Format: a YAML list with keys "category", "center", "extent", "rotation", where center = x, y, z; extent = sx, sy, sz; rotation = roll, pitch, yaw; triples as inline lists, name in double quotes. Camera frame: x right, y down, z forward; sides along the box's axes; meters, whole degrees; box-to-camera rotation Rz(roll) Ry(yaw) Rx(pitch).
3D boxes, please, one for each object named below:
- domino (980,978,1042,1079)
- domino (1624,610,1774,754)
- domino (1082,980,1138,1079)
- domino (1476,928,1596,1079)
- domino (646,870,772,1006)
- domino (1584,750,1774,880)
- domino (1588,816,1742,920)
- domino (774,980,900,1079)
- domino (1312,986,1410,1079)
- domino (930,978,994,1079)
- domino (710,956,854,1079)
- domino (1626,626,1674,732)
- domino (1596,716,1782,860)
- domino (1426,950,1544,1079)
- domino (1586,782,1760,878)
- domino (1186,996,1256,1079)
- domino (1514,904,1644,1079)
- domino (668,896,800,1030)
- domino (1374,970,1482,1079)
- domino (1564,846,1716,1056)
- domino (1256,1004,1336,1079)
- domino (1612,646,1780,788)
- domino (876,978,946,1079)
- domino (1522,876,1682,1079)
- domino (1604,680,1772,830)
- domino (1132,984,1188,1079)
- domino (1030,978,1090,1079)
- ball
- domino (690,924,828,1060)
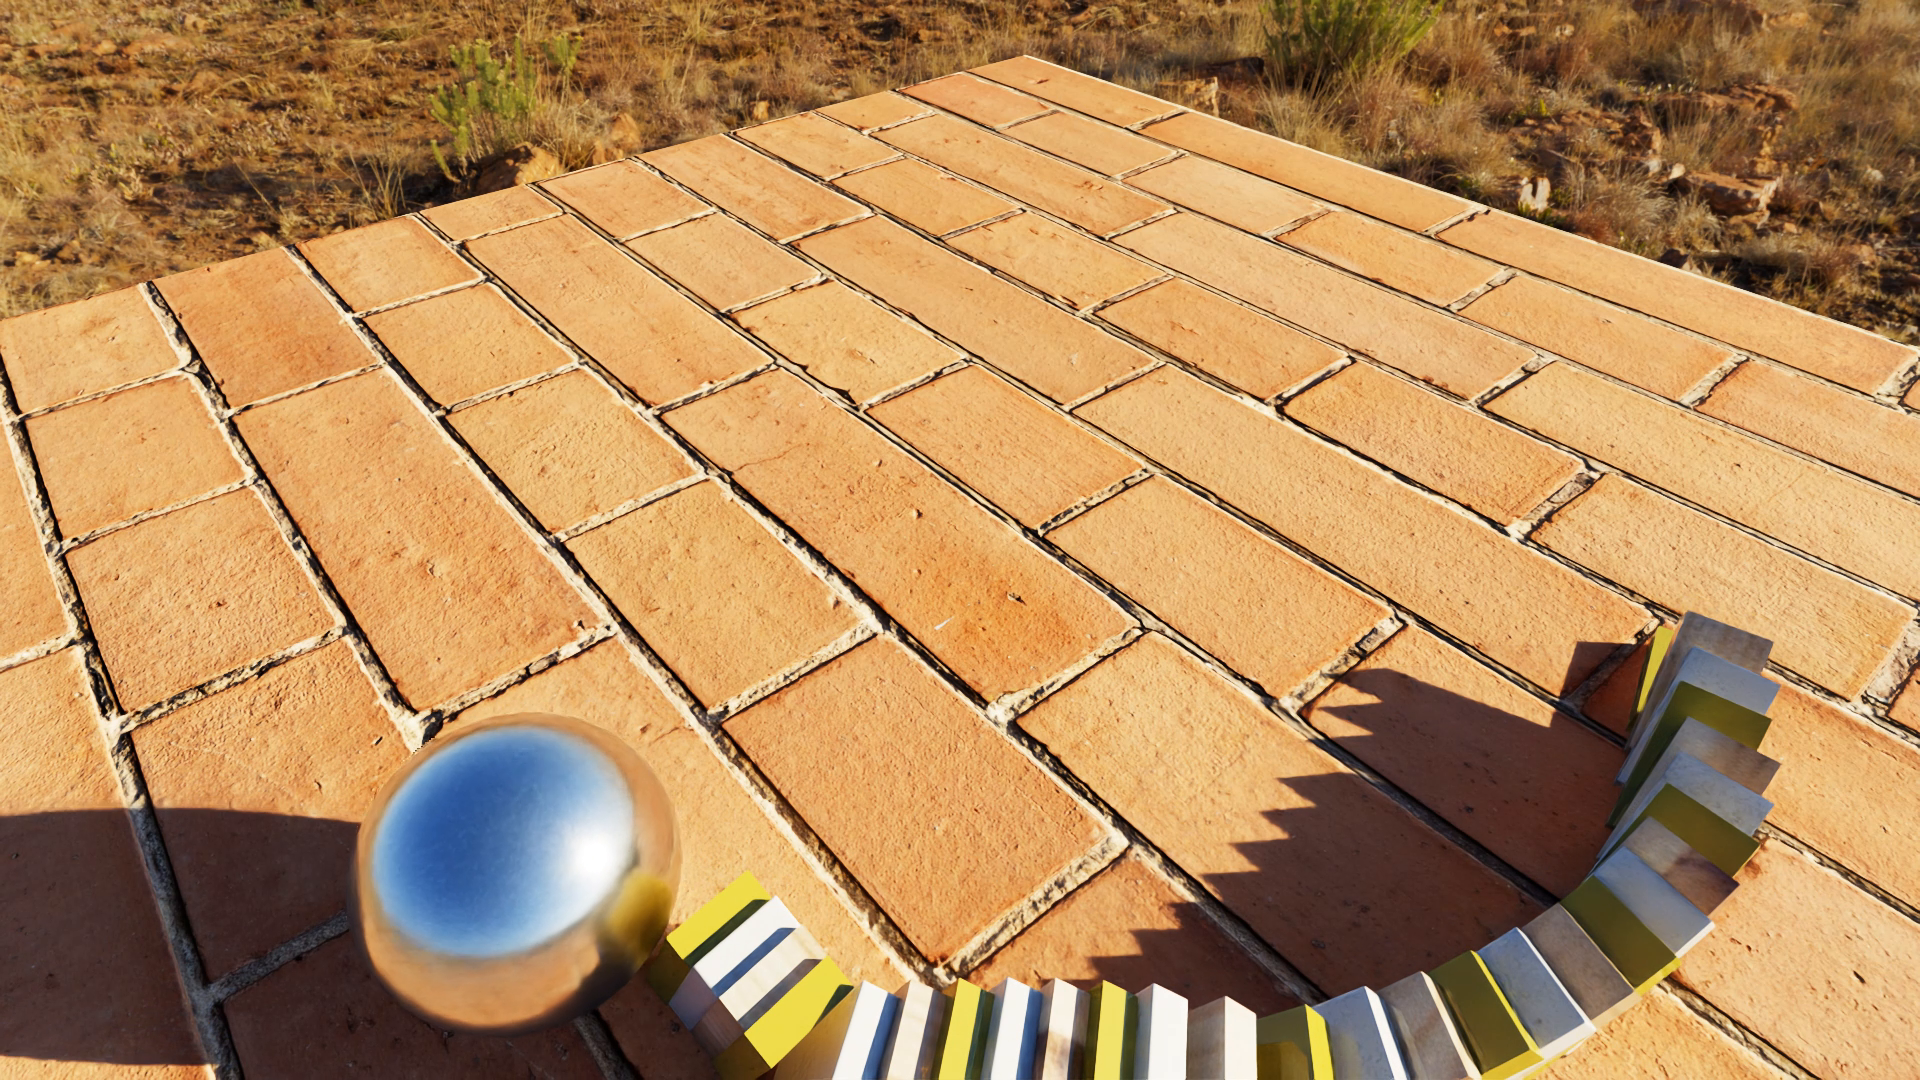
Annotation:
- category: "domino"
  center: [0.001, 0.126, 0.259]
  extent: [0.010, 0.050, 0.025]
  rotation: [29, 40, -10]
- category: "domino"
  center: [0.240, 0.051, 0.357]
  extent: [0.025, 0.009, 0.050]
  rotation: [25, 81, 26]
- category: "domino"
  center: [0.023, 0.126, 0.259]
  extent: [0.009, 0.050, 0.025]
  rotation: [29, 39, -10]
- category: "domino"
  center: [0.125, 0.121, 0.272]
  extent: [0.050, 0.010, 0.025]
  rotation: [-41, 39, 15]
- category: "domino"
  center: [-0.066, 0.104, 0.285]
  extent: [0.025, 0.050, 0.009]
  rotation: [-35, 77, -35]
- category: "domino"
  center: [0.203, 0.088, 0.313]
  extent: [0.025, 0.010, 0.050]
  rotation: [37, 91, 36]
- category: "domino"
  center: [0.179, 0.102, 0.295]
  extent: [0.050, 0.010, 0.025]
  rotation: [-49, 48, 6]
- category: "domino"
  center: [-0.032, 0.126, 0.259]
  extent: [0.009, 0.050, 0.025]
  rotation: [30, 42, -9]
- category: "domino"
  center: [0.080, 0.129, 0.262]
  extent: [0.050, 0.009, 0.025]
  rotation: [-35, 32, 24]
- category: "domino"
  center: [-0.010, 0.126, 0.259]
  extent: [0.009, 0.050, 0.025]
  rotation: [29, 40, -10]
- category: "domino"
  center: [-0.044, 0.119, 0.267]
  extent: [0.025, 0.050, 0.009]
  rotation: [-35, 77, -35]
- category: "domino"
  center: [0.249, 0.052, 0.380]
  extent: [0.025, 0.010, 0.050]
  rotation: [23, 45, 25]
- category: "domino"
  center: [0.213, 0.080, 0.322]
  extent: [0.025, 0.009, 0.050]
  rotation: [33, 89, 33]
- category: "domino"
  center: [0.111, 0.124, 0.268]
  extent: [0.050, 0.010, 0.025]
  rotation: [-39, 37, 18]
- category: "domino"
  center: [0.191, 0.095, 0.304]
  extent: [0.050, 0.009, 0.025]
  rotation: [-52, 51, 3]
- category: "domino"
  center: [0.048, 0.128, 0.258]
  extent: [0.009, 0.050, 0.025]
  rotation: [35, 38, -15]
- category: "domino"
  center: [0.140, 0.117, 0.276]
  extent: [0.050, 0.009, 0.025]
  rotation: [-42, 41, 13]
- category: "domino"
  center: [-0.058, 0.108, 0.280]
  extent: [0.025, 0.050, 0.010]
  rotation: [-35, 77, -35]
- category: "domino"
  center: [0.096, 0.127, 0.264]
  extent: [0.050, 0.009, 0.025]
  rotation: [-36, 35, 21]
- category: "domino"
  center: [0.167, 0.108, 0.288]
  extent: [0.050, 0.010, 0.025]
  rotation: [-47, 46, 8]
- category: "domino"
  center: [0.064, 0.130, 0.259]
  extent: [0.050, 0.010, 0.025]
  rotation: [-34, 27, 31]
- category: "domino"
  center: [0.231, 0.061, 0.346]
  extent: [0.025, 0.009, 0.050]
  rotation: [30, 84, 28]
- category: "domino"
  center: [-0.021, 0.126, 0.259]
  extent: [0.010, 0.050, 0.025]
  rotation: [29, 39, -10]
- category: "domino"
  center: [0.154, 0.113, 0.282]
  extent: [0.050, 0.010, 0.025]
  rotation: [-45, 44, 10]
- category: "domino"
  center: [0.221, 0.071, 0.335]
  extent: [0.025, 0.010, 0.050]
  rotation: [28, 83, 29]
- category: "domino"
  center: [0.034, 0.127, 0.258]
  extent: [0.009, 0.050, 0.025]
  rotation: [29, 39, -10]
- category: "domino"
  center: [0.012, 0.126, 0.259]
  extent: [0.009, 0.050, 0.025]
  rotation: [29, 39, -10]
- category: "ball"
  center: [-0.113, 0.085, 0.284]
  extent: [0.080, 0.080, 0.080]
  rotation: [0, 39, 0]
- category: "domino"
  center: [-0.051, 0.113, 0.274]
  extent: [0.025, 0.050, 0.009]
  rotation: [-35, 77, -35]
